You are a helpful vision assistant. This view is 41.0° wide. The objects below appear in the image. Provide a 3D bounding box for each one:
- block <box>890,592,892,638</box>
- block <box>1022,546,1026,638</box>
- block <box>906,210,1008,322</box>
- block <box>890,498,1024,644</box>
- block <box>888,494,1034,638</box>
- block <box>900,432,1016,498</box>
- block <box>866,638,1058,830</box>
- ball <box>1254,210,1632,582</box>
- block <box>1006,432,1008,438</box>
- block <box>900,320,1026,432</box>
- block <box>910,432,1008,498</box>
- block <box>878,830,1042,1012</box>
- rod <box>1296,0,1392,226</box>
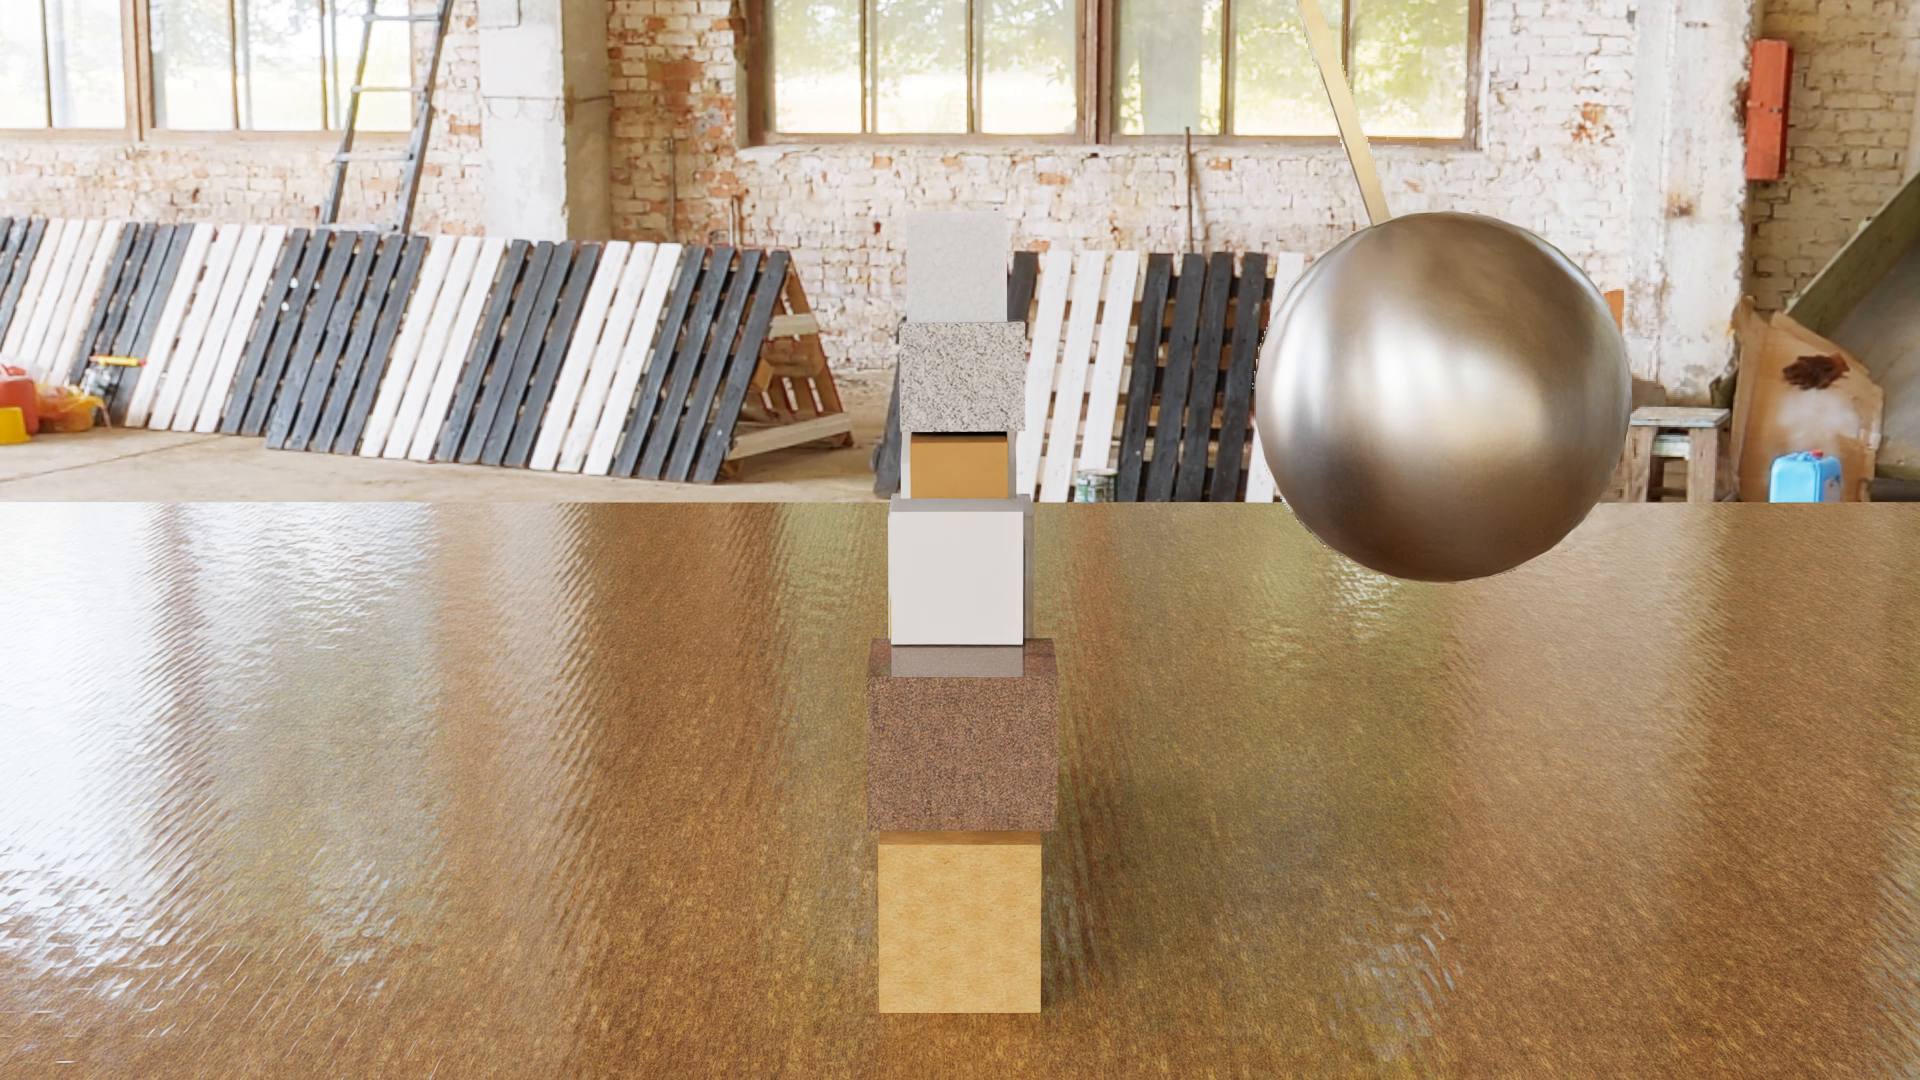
[{"bbox_3d":[-0.013,0.512,11.832,0.603,0.594,0.629,0,10,0],"label":"block"},{"bbox_3d":[0.011,0.247,10.938,0.527,0.503,0.505,0,12,0],"label":"block"},{"bbox_3d":[-0.014,-1.169,10.978,0.420,0.464,0.452,0,6,0],"label":"block"},{"bbox_3d":[-0.012,0.121,10.399,0.522,0.529,0.491,0,7,0],"label":"block"},{"bbox_3d":[0.005,0.200,12.462,0.686,0.751,0.702,0,10,0],"label":"block"},{"bbox_3d":[-0.005,-0.253,11.860,0.522,0.420,0.512,0,23,0],"label":"block"},{"bbox_3d":[0.009,0.752,10.056,0.726,0.601,0.674,0,10,0],"label":"block"},{"bbox_3d":[2.074,-0.615,11.069,1.600,1.600,1.600,0,10,0],"label":"ball"},{"bbox_3d":[0.007,-0.326,11.276,0.399,0.338,0.400,0,15,0],"label":"block"},{"bbox_3d":[0.010,-0.711,11.017,0.526,0.455,0.560,0,6,0],"label":"block"},{"bbox_3d":[-0.004,-0.226,10.885,0.405,0.445,0.386,0,12,0],"label":"block"},{"bbox_3d":[-0.001,1.410,9.961,0.611,0.661,0.616,0,10,0],"label":"block"},{"bbox_3d":[0.899,-3.754,10.498,0.080,5.200,0.080,-20,10,4],"label":"rod"}]
